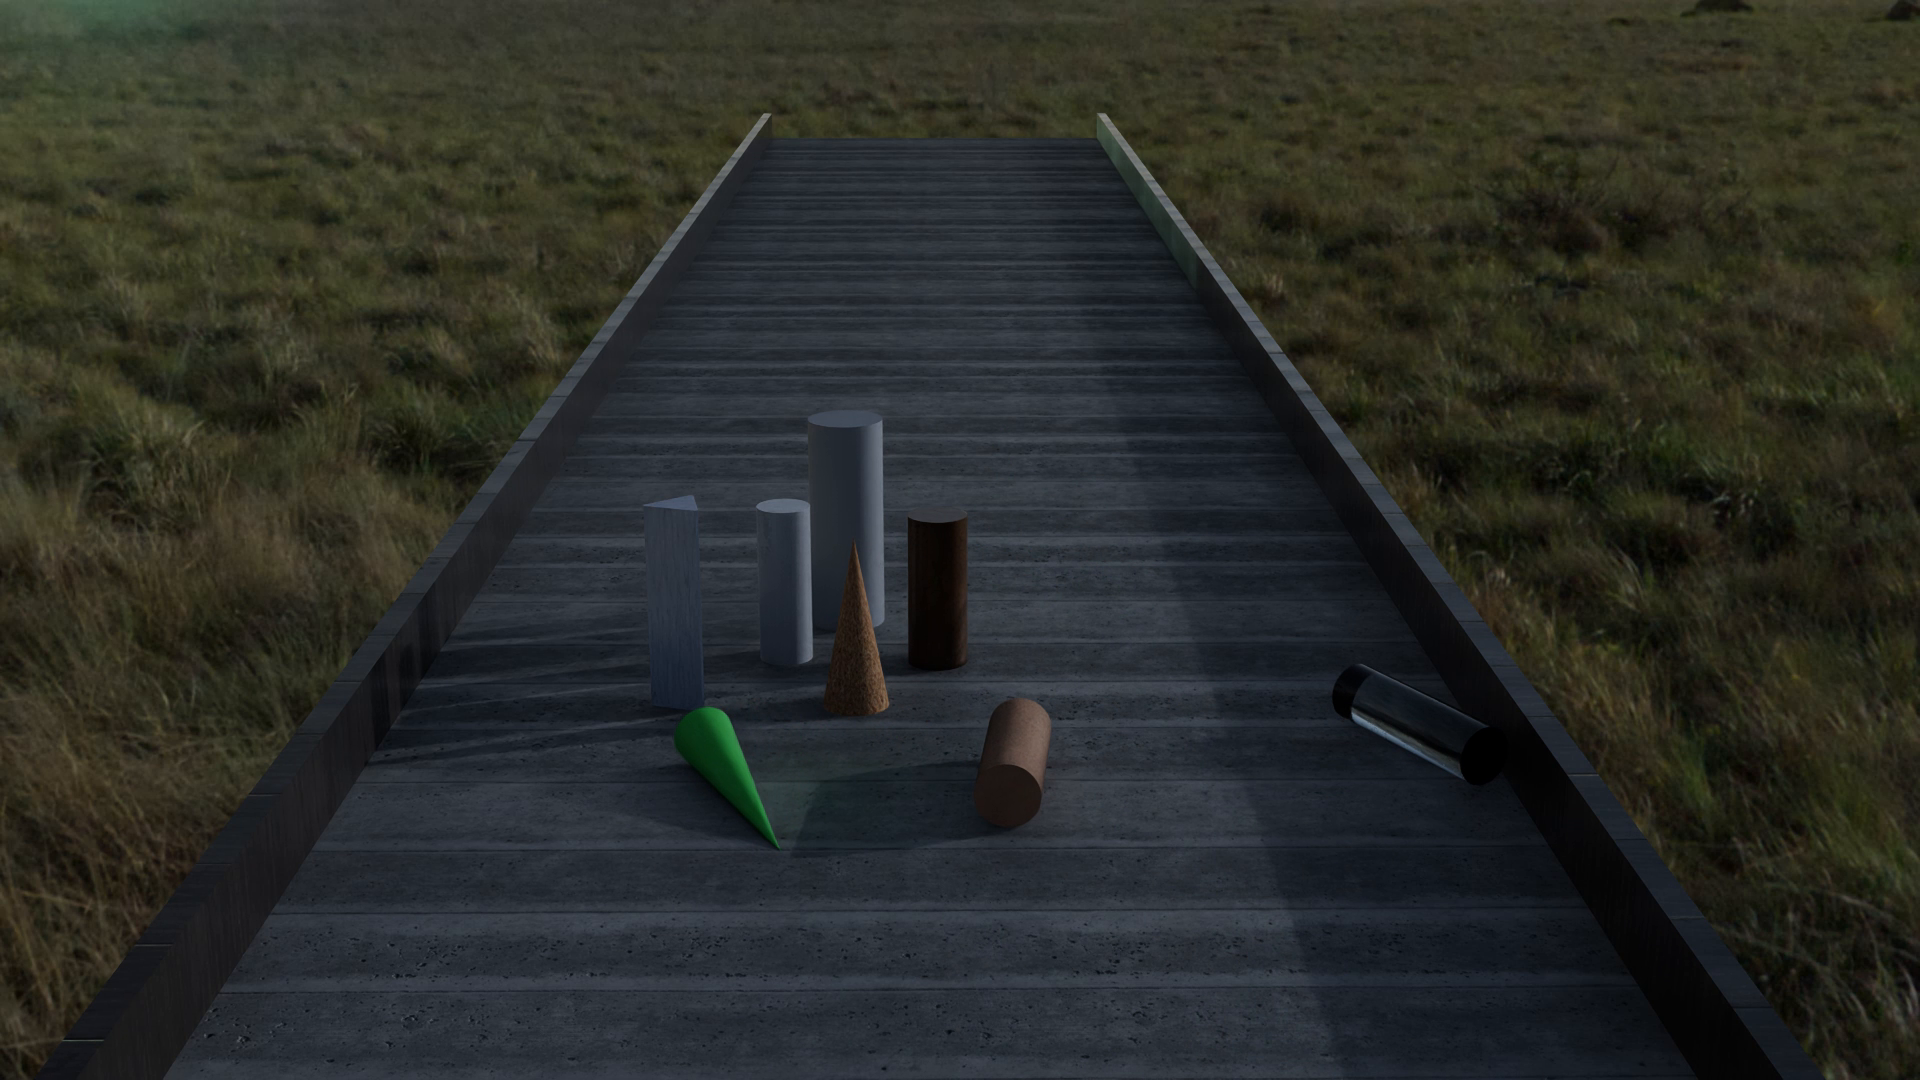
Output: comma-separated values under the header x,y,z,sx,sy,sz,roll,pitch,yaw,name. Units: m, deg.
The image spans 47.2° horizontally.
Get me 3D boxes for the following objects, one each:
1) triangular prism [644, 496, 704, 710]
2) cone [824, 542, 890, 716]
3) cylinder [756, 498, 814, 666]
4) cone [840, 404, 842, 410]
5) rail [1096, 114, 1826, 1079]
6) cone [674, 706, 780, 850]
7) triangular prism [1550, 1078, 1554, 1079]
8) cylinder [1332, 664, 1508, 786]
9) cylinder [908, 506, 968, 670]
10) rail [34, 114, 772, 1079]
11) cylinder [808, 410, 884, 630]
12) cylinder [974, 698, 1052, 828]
x,y,z,sx,sy,sz,roll,pitch,yaw,name
-0.519,0.117,4.145,0.109,0.393,0.094,6,17,18,triangular prism
-0.197,0.153,4.131,0.126,0.331,0.126,0,17,0,cone
-0.349,0.084,4.391,0.107,0.316,0.107,0,17,0,cylinder
-0.253,-0.084,4.743,0.147,0.436,0.147,0,17,0,cone
0.932,-0.844,7.801,0.050,0.150,12.000,0,17,-1,rail
-0.371,0.423,3.713,0.106,0.106,0.418,-7,25,-22,cone
0.618,0.748,2.468,0.152,0.131,0.379,8,18,26,triangular prism
0.820,0.327,3.940,0.107,0.107,0.360,-9,19,-27,cylinder
-0.045,0.096,4.370,0.119,0.305,0.119,0,17,0,cylinder
-1.118,-0.838,7.780,0.050,0.150,12.000,0,17,-1,rail
-0.237,-0.041,4.599,0.154,0.437,0.154,0,17,0,cylinder
0.093,0.377,3.762,0.112,0.112,0.308,2,17,5,cylinder
